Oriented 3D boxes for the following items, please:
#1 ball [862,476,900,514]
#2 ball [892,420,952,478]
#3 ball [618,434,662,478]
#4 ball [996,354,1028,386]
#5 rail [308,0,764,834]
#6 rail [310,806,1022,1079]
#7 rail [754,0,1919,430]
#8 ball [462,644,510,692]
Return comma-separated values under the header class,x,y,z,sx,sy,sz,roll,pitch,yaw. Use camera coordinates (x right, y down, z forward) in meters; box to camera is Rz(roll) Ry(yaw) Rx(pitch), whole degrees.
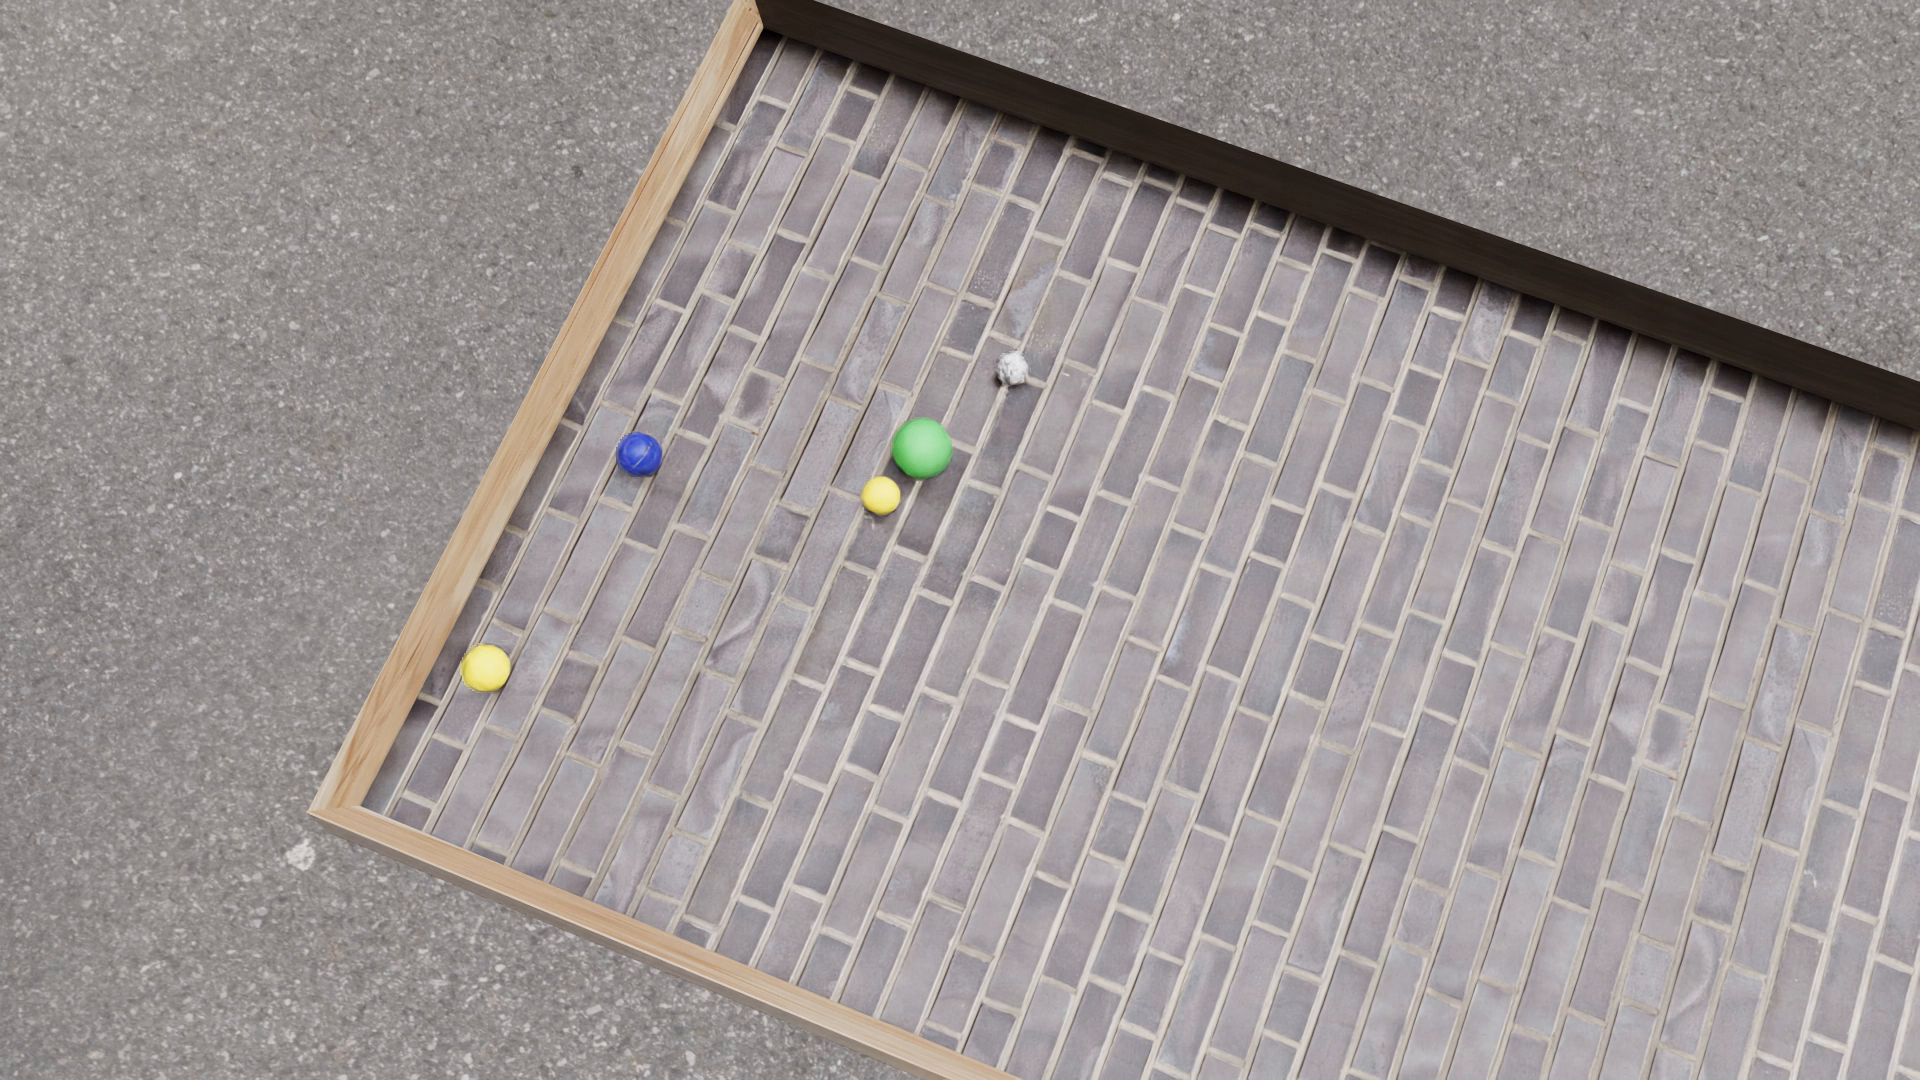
class,x,y,z,sx,sy,sz,roll,pitch,yaw
ball,-0.125,-0.070,3.506,0.061,0.061,0.061,0,69,0
ball,-0.060,-0.145,3.516,0.095,0.095,0.095,0,69,0
ball,-0.512,-0.136,3.526,0.071,0.071,0.071,0,69,0
ball,0.086,-0.278,3.591,0.054,0.054,0.054,0,69,0
rail,-0.639,-0.251,3.541,0.045,0.124,1.578,21,70,8
rail,0.373,0.900,3.090,2.853,0.124,0.045,21,70,8
rail,0.949,-0.420,3.608,2.853,0.124,0.045,21,70,8
ball,-0.731,0.198,3.394,0.072,0.072,0.072,0,69,0
